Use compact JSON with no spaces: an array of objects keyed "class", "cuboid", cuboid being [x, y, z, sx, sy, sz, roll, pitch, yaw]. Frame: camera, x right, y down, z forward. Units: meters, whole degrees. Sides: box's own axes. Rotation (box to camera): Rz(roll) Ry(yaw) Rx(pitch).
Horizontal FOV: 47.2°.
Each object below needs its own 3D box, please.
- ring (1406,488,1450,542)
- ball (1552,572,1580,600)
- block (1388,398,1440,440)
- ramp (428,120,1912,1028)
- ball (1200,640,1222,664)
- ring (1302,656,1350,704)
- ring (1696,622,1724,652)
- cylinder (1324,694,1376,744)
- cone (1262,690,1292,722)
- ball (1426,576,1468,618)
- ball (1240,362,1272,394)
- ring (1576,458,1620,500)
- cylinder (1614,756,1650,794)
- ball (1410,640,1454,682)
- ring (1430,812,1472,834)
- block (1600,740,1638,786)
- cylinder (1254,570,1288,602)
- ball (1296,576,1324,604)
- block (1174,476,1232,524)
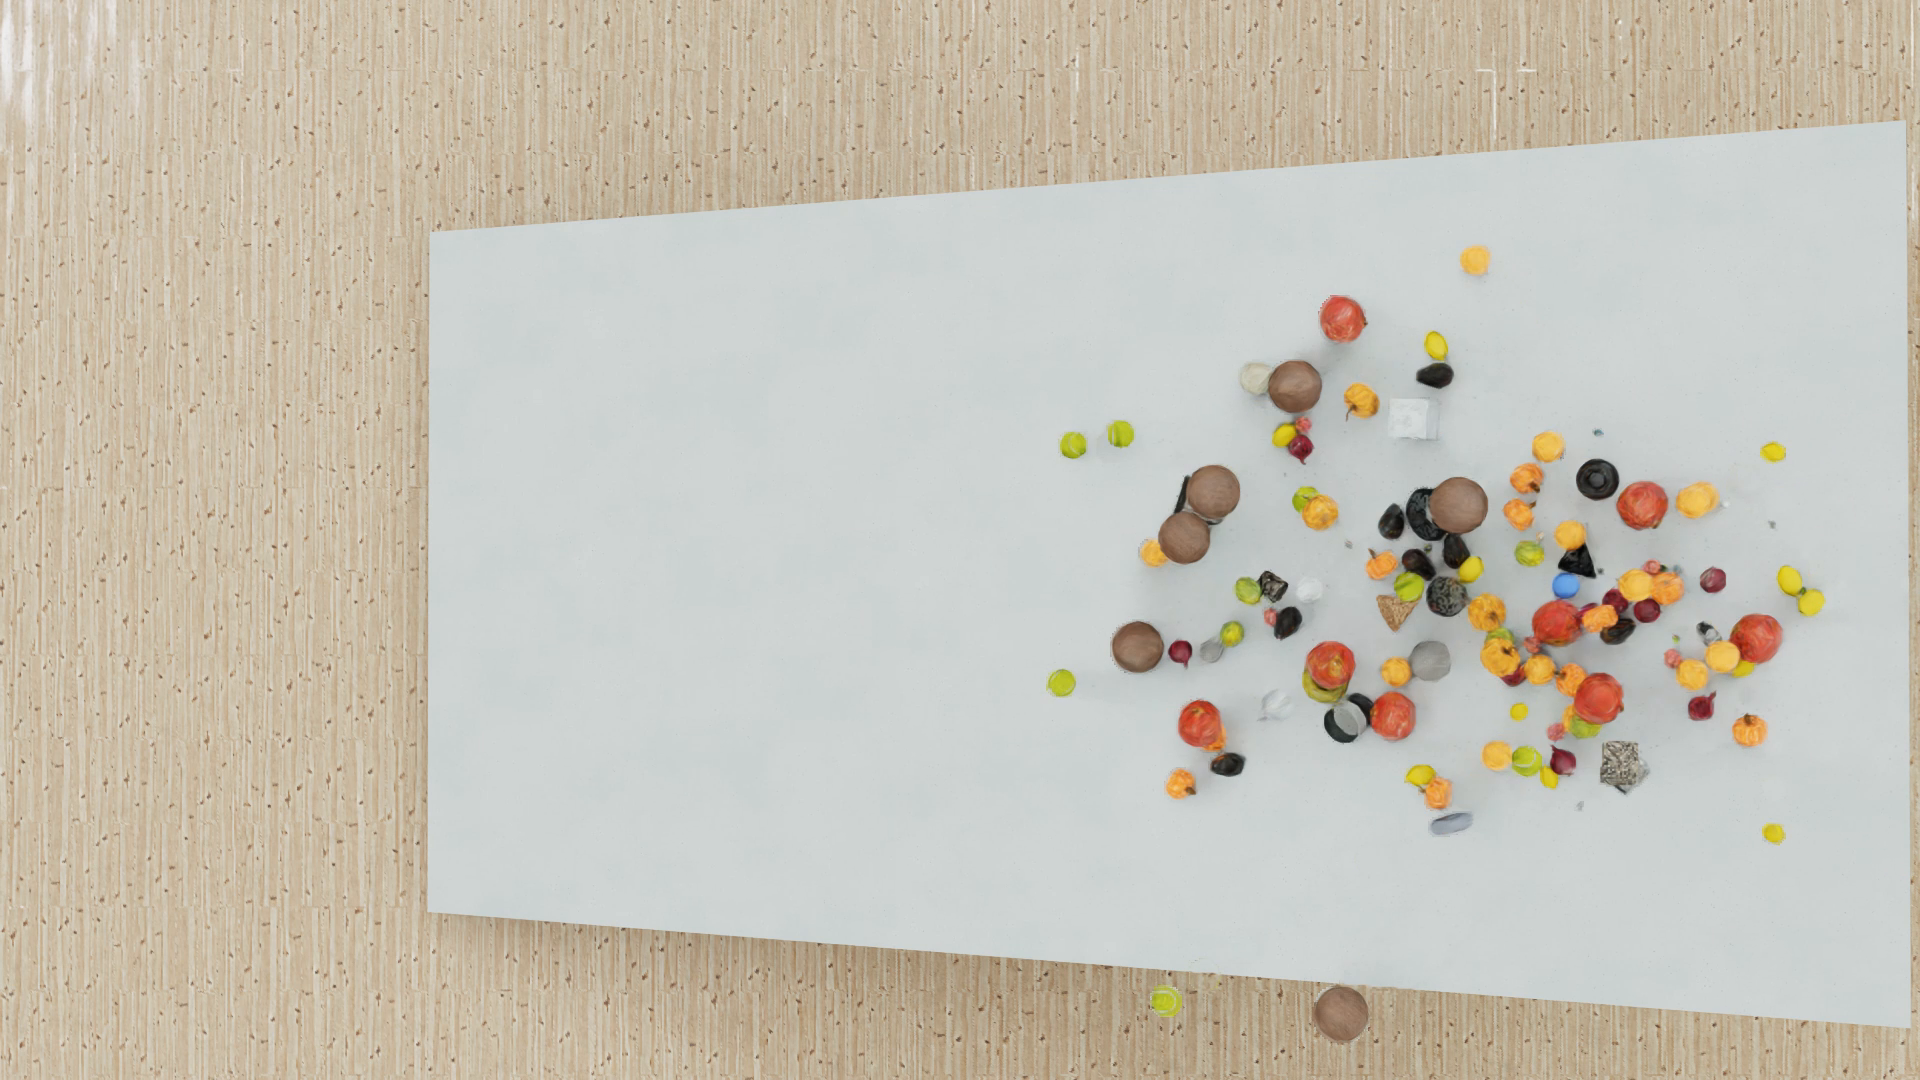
[{"class":"ring","cuboid":[1.113,-0.060,5.228,0.044,0.131,0.131,-16,89,-27]},{"class":"ball","cuboid":[1.408,0.107,5.113,0.062,0.062,0.062,0,89,0]},{"class":"block","cuboid":[1.083,-0.287,5.242,0.090,0.090,0.090,4,91,31]},{"class":"ramp","cuboid":[0.283,0.083,5.704,4.000,0.100,2.000,0,89,24]},{"class":"ball","cuboid":[0.623,0.279,5.464,0.056,0.056,0.056,0,89,0]},{"class":"ring","cuboid":[0.890,0.340,5.354,0.117,0.039,0.117,0,91,25]},{"class":"ring","cuboid":[1.695,0.219,4.971,0.026,0.078,0.078,-34,89,0]},{"class":"cylinder","cuboid":[0.938,0.428,5.286,0.093,0.093,0.093,17,119,34]},{"class":"cone","cuboid":[0.761,0.412,5.383,0.078,0.078,0.078,5,99,30]},{"class":"ball","cuboid":[1.146,0.134,5.182,0.096,0.096,0.096,0,89,0]},{"class":"ball","cuboid":[0.729,-0.398,5.411,0.081,0.081,0.081,0,89,0]},{"class":"ring","cuboid":[1.477,-0.140,5.094,0.098,0.033,0.098,6,104,24]},{"class":"cylinder","cuboid":[1.530,0.529,5.046,0.076,0.076,0.076,45,107,0]},{"class":"ball","cuboid":[1.119,0.287,5.219,0.100,0.100,0.100,0,89,0]},{"class":"ring","cuboid":[1.157,0.668,5.177,0.103,0.103,0.034,-15,87,0]},{"class":"block","cuboid":[1.489,0.504,4.966,0.075,0.075,0.075,3,65,14]},{"class":"cylinder","cuboid":[0.764,0.114,5.399,0.057,0.057,0.057,36,89,25]},{"class":"ball","cuboid":[0.851,0.122,5.358,0.067,0.067,0.067,0,89,0]},{"class":"block","cuboid":[0.603,-0.099,5.456,0.095,0.095,0.095,20,98,23]}]
